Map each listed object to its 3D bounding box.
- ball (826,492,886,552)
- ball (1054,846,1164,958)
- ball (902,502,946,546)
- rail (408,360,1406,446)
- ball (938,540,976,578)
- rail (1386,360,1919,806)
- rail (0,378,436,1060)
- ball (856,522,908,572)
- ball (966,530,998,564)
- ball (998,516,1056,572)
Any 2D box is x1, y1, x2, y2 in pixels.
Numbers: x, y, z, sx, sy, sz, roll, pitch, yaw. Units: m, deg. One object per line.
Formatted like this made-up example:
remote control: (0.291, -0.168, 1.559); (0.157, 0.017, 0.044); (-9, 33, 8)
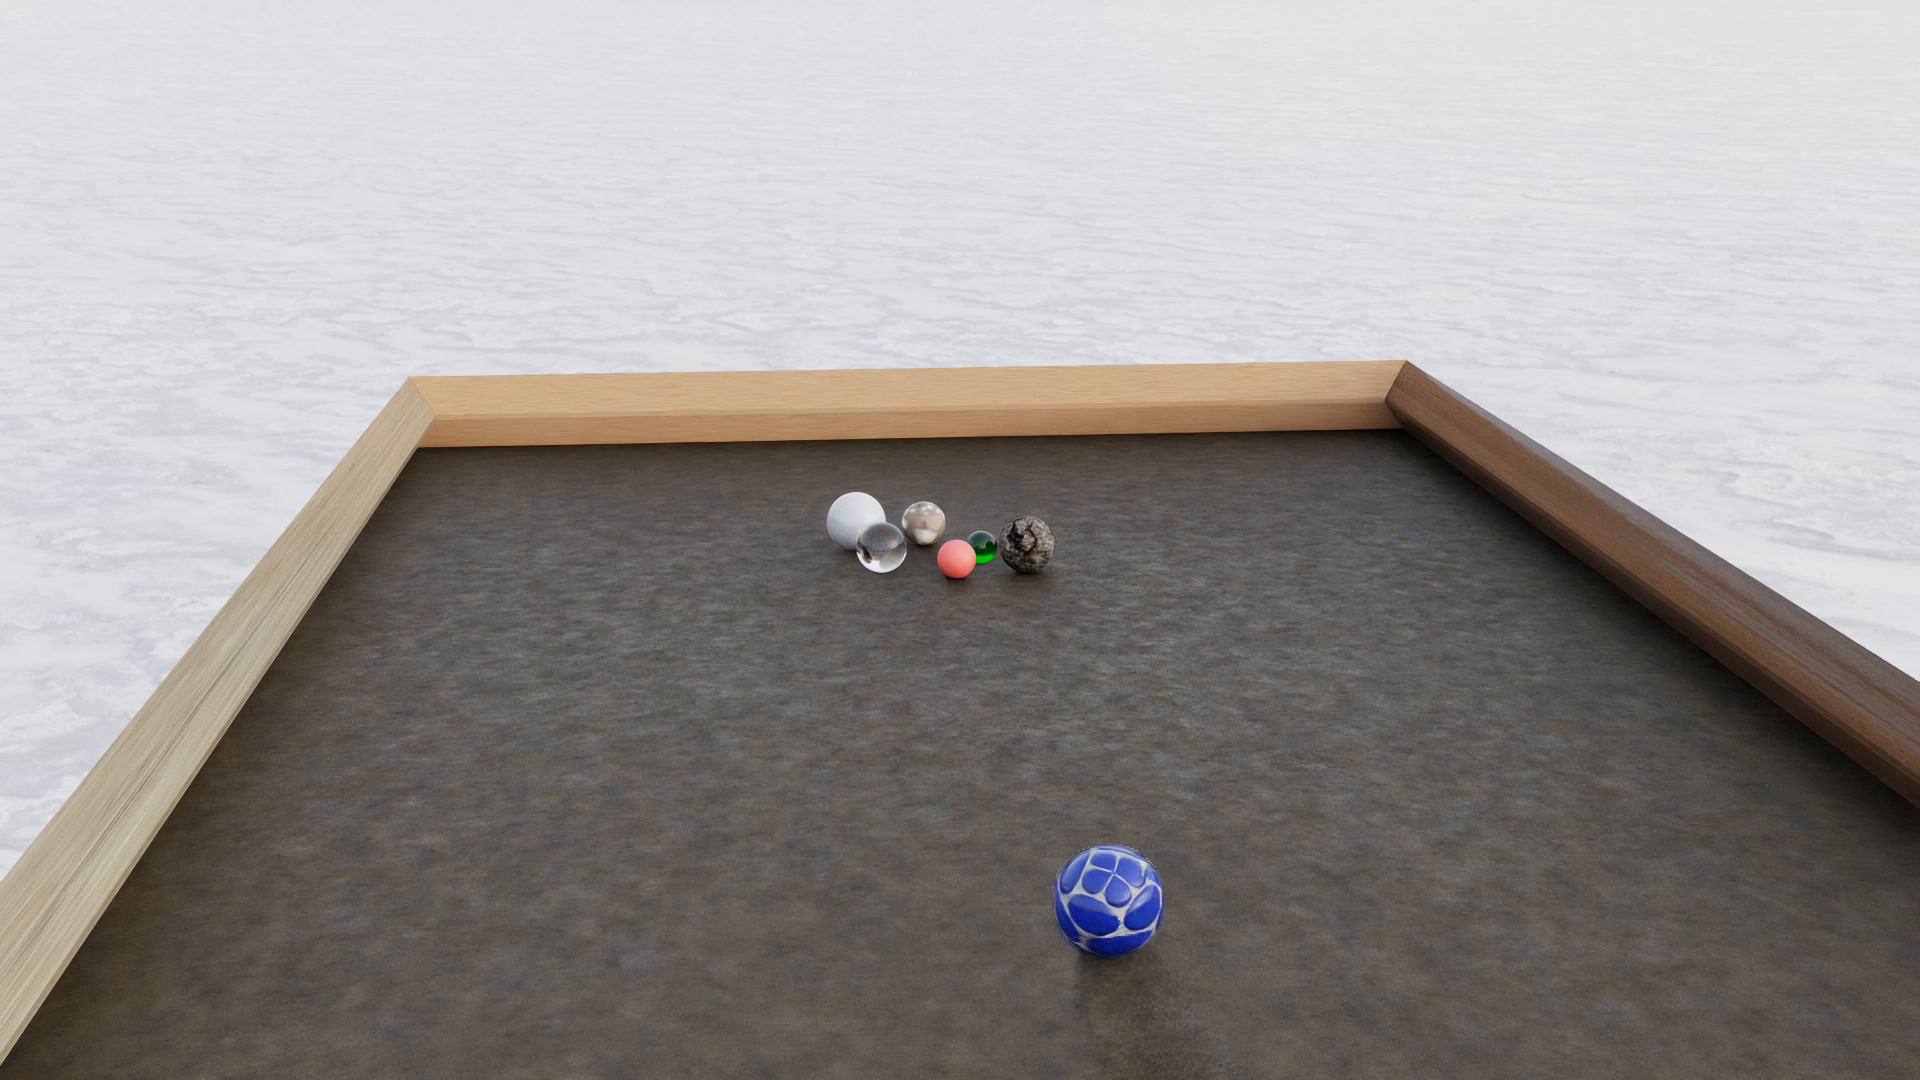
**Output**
ball: (-0.132, -0.023, 2.793); (0.076, 0.076, 0.076); (0, 15, 0)
ball: (0.113, 0.274, 1.668); (0.084, 0.084, 0.084); (0, 15, 0)
ball: (-0.047, -0.021, 2.824); (0.057, 0.057, 0.057); (0, 15, 0)
rail: (-0.064, -0.209, 3.417); (1.560, 0.109, 0.045); (-1, 15, -5)
ball: (-0.004, 0.023, 2.676); (0.047, 0.047, 0.047); (0, 15, 0)
rail: (0.820, 0.146, 2.092); (0.045, 0.109, 2.940); (-1, 15, -5)
rail: (-0.687, 0.182, 1.960); (0.045, 0.109, 2.940); (-1, 15, -5)
ball: (-0.096, 0.009, 2.699); (0.063, 0.063, 0.063); (0, 15, 0)
ball: (0.026, 0.009, 2.740); (0.041, 0.041, 0.041); (0, 15, 0)
ball: (0.082, 0.005, 2.700); (0.069, 0.069, 0.069); (0, 15, 0)
